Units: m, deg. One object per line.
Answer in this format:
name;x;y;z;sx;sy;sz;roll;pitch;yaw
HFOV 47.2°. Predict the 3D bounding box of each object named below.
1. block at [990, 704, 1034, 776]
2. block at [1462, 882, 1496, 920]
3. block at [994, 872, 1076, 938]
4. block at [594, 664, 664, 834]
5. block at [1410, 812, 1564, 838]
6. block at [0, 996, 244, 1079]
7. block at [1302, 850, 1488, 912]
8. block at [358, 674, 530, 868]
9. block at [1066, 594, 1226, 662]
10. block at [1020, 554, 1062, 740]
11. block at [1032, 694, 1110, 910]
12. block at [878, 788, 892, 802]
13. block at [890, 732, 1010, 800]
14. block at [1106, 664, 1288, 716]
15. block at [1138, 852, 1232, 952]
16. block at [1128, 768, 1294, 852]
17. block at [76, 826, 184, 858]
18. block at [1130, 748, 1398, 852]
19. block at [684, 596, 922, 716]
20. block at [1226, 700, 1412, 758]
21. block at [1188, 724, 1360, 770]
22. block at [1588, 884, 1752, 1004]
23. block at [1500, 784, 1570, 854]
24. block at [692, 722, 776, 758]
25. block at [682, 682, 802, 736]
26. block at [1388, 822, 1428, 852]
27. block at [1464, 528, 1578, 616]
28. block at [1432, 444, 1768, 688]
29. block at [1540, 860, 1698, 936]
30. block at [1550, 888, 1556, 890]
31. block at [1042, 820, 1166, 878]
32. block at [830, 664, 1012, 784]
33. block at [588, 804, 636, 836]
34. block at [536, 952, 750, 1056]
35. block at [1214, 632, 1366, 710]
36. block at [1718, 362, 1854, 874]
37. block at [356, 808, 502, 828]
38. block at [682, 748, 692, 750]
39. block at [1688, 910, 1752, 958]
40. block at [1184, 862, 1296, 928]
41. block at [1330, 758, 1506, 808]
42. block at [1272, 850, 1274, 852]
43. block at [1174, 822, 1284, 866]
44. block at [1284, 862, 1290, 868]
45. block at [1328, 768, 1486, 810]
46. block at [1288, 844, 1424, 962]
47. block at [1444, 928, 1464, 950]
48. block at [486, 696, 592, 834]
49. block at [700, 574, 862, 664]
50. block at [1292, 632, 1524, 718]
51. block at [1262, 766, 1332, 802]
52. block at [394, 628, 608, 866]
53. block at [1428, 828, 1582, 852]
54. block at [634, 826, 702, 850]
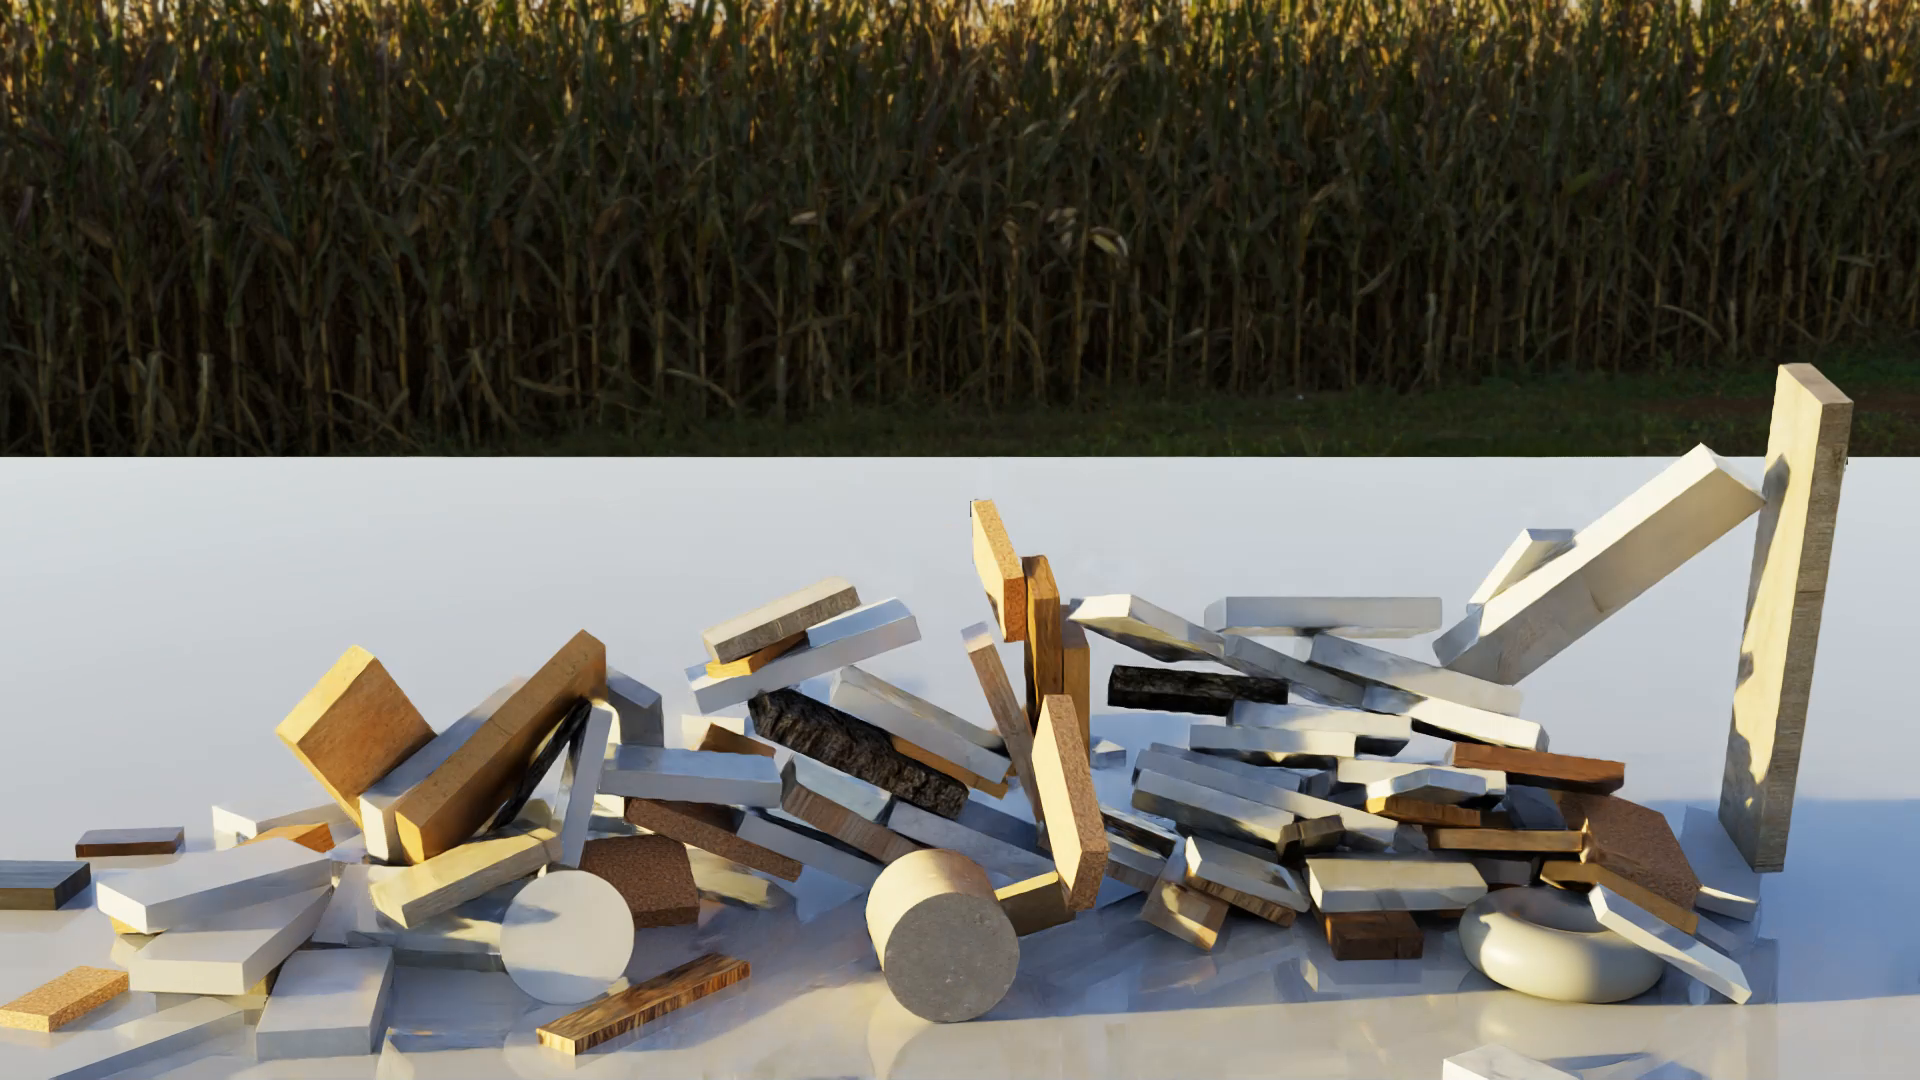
block;0.129;0.409;4.551;0.121;0.034;0.434;4;11;20
block;0.866;0.591;3.611;0.069;0.020;0.162;3;11;16
block;0.085;0.571;3.382;0.169;0.085;0.024;-19;32;10
block;-0.577;0.358;3.786;0.147;0.312;0.042;26;45;24
block;0.944;0.499;3.810;0.334;0.047;0.167;3;0;-3
block;-1.271;0.725;2.874;0.087;0.025;0.711;8;13;37
block;0.691;0.543;3.507;0.264;0.037;0.132;-1;18;-4
block;-0.813;0.384;3.555;0.050;0.176;0.352;27;45;24
block;0.300;0.143;3.512;0.124;0.035;0.248;-6;-22;43
block;0.134;0.187;3.572;0.041;0.290;0.145;-5;27;-5
block;0.161;0.387;3.264;0.041;0.145;0.290;-2;46;-11
block;-0.057;0.491;3.955;0.131;0.037;0.263;21;5;-16
block;-0.018;0.364;3.639;0.198;0.028;0.099;26;5;-10
block;0.396;0.257;3.683;0.288;0.041;0.144;5;-16;1
block;0.368;0.577;3.515;0.121;0.034;0.241;26;15;9
block;0.409;0.442;3.593;0.255;0.036;0.127;16;-20;5
block;-1.471;0.535;3.899;0.166;0.023;0.083;-1;11;-7
block;0.494;0.430;3.605;0.427;0.036;0.127;16;-17;6
block;-0.260;0.188;3.607;0.374;0.044;0.154;-19;13;-9
block;0.594;0.315;3.666;0.288;0.041;0.144;5;-16;3
block;0.524;0.346;3.656;0.269;0.038;0.135;2;-16;14
block;1.041;0.592;3.227;0.249;0.024;0.084;30;19;-4
block;0.936;0.405;3.708;0.083;0.023;0.271;-4;50;-25
block;-0.425;0.406;3.955;0.124;0.035;0.255;23;-29;-10
block;-0.474;0.351;4.852;0.135;0.038;0.452;2;11;12
block;0.736;0.497;3.662;0.083;0.023;0.166;36;-9;19
block;0.910;0.058;3.559;0.099;0.197;0.028;2;48;-25
block;1.025;0.056;3.542;0.177;0.541;0.050;24;35;-41
block;1.024;0.555;3.416;0.222;0.031;0.111;27;-16;-21
block;0.963;0.602;3.540;0.084;0.024;0.168;5;12;27
block;0.235;0.493;3.622;0.198;0.028;0.099;22;7;-10
block;-0.067;0.300;3.626;0.308;0.044;0.154;26;6;-6
block;-0.585;0.502;4.037;0.269;0.038;0.135;3;11;18
block;-0.453;0.668;3.189;0.074;0.021;0.361;8;13;36
block;0.535;0.219;3.673;0.288;0.035;0.123;23;-10;-27
block;1.307;0.136;3.502;0.047;0.827;0.167;-3;25;-2
block;-0.908;0.497;3.918;0.293;0.042;0.147;3;-5;4
block;-0.581;0.437;4.450;0.108;0.015;0.054;-2;11;-10
block;1.129;0.590;3.507;0.051;0.015;0.295;-6;21;-29
block;0.454;0.563;3.554;0.184;0.026;0.092;24;13;4
block;0.753;0.402;3.627;0.269;0.038;0.135;4;-16;6
block;0.583;0.545;3.861;0.130;0.018;0.065;-3;11;-14
block;0.452;0.513;3.698;0.092;0.026;0.184;-9;29;-29
block;0.498;0.540;3.713;0.069;0.020;0.139;-9;29;-39
block;0.717;0.414;3.557;0.099;0.028;0.351;11;-17;-15
block;0.630;0.572;3.538;0.132;0.037;0.355;-1;18;-5
block;0.817;0.622;3.457;0.103;0.015;0.051;-5;12;-27
block;-0.677;0.372;3.518;0.024;0.274;0.085;35;-13;-5
block;-0.294;0.128;3.584;0.247;0.035;0.123;-23;14;-14
block;0.741;0.234;3.671;0.354;0.050;0.177;16;-8;0
block;0.597;0.469;3.976;0.125;0.125;0.125;9;14;41
block;-0.727;0.341;3.521;0.050;0.176;0.427;33;57;15
block;0.878;0.486;3.551;0.222;0.031;0.111;1;-9;1
block;-0.431;0.484;3.879;0.263;0.037;0.131;2;43;25
